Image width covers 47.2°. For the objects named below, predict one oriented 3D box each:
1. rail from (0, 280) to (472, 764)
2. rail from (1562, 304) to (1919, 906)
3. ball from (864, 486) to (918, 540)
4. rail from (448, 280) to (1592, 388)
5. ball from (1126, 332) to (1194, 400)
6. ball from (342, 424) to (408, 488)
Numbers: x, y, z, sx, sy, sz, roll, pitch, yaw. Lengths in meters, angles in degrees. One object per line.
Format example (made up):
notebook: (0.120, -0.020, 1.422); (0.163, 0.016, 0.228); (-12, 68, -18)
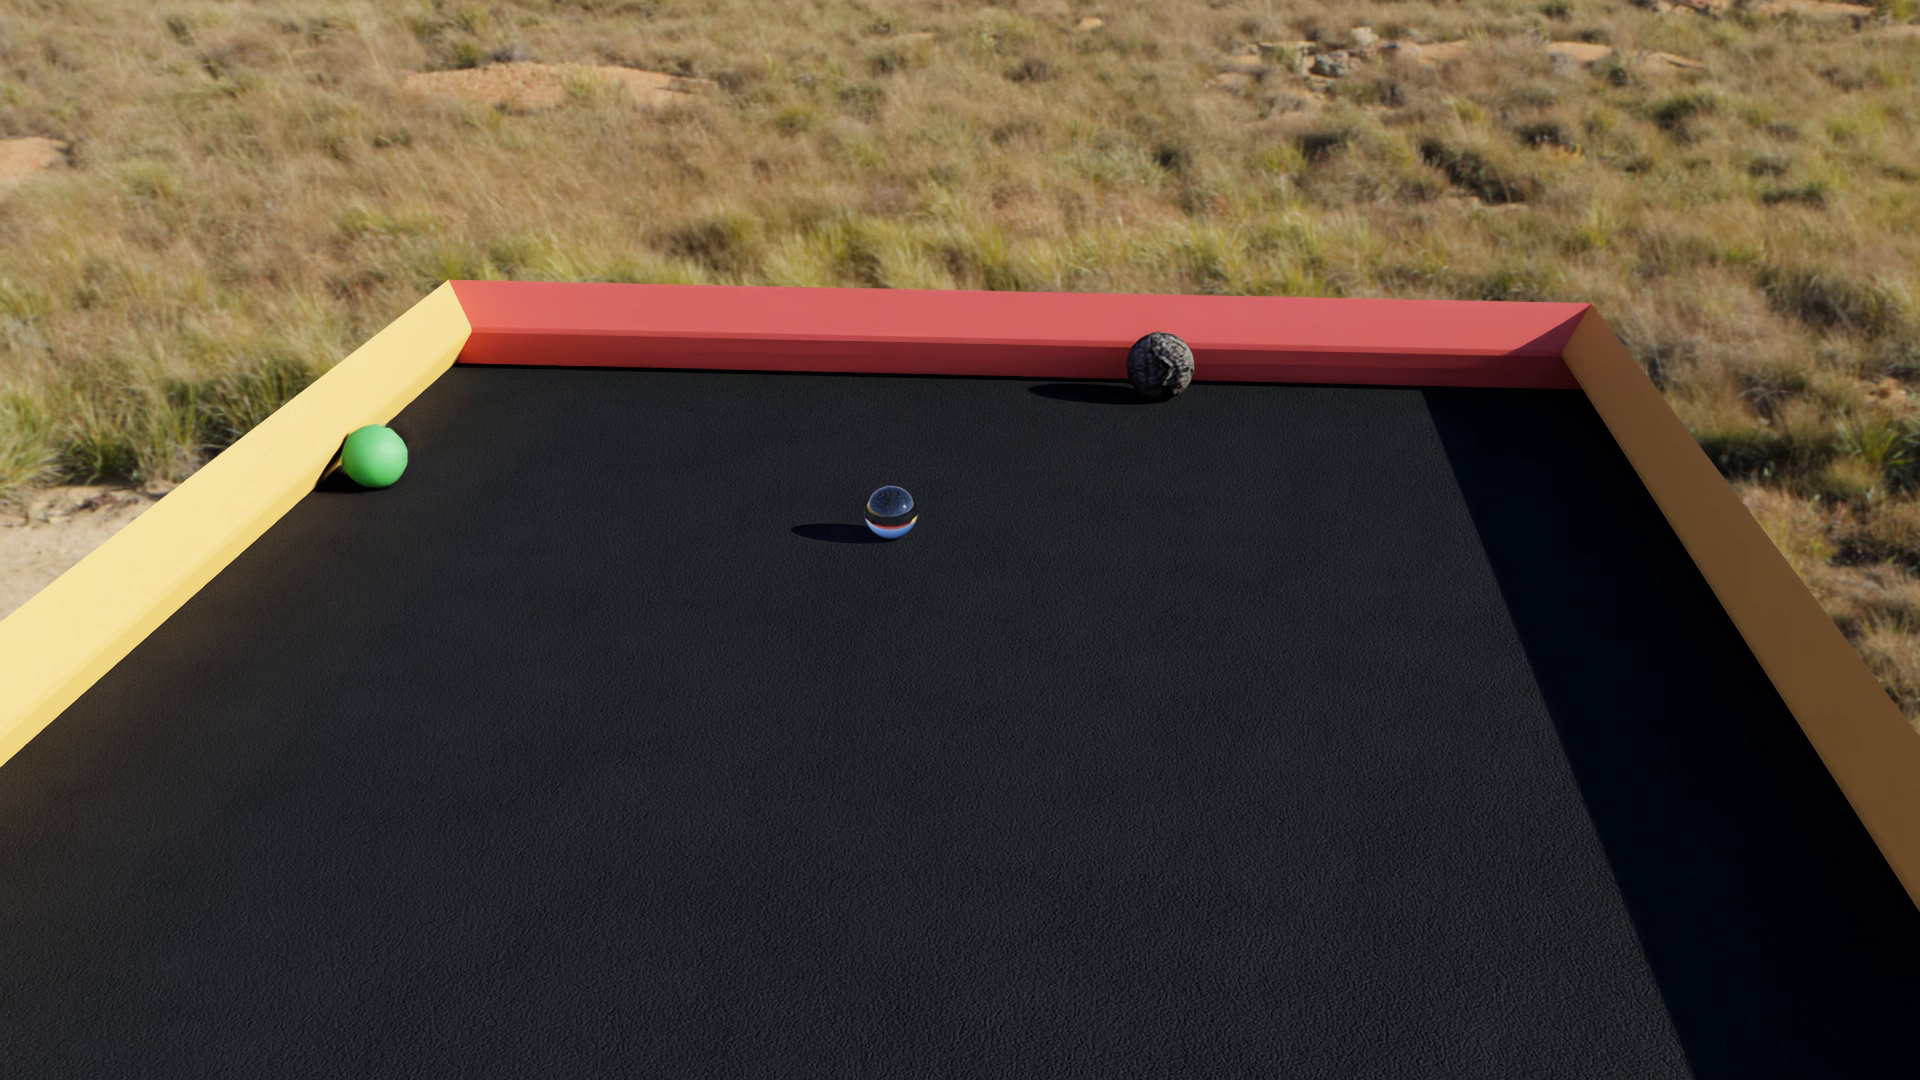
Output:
rail: (-0.892, 0.237, 1.783); (0.045, 0.127, 3.322); (2, 20, 5)
rail: (0.750, 0.286, 1.650); (0.045, 0.127, 3.322); (2, 20, 5)
ball: (-0.082, -0.033, 2.616); (0.064, 0.064, 0.064); (0, 20, 0)
rail: (0.069, -0.299, 3.248); (1.696, 0.127, 0.045); (2, 20, 5)
ball: (0.288, -0.250, 3.161); (0.098, 0.098, 0.098); (0, 20, 0)
ball: (-0.743, -0.106, 2.790); (0.082, 0.082, 0.082); (0, 20, 0)
